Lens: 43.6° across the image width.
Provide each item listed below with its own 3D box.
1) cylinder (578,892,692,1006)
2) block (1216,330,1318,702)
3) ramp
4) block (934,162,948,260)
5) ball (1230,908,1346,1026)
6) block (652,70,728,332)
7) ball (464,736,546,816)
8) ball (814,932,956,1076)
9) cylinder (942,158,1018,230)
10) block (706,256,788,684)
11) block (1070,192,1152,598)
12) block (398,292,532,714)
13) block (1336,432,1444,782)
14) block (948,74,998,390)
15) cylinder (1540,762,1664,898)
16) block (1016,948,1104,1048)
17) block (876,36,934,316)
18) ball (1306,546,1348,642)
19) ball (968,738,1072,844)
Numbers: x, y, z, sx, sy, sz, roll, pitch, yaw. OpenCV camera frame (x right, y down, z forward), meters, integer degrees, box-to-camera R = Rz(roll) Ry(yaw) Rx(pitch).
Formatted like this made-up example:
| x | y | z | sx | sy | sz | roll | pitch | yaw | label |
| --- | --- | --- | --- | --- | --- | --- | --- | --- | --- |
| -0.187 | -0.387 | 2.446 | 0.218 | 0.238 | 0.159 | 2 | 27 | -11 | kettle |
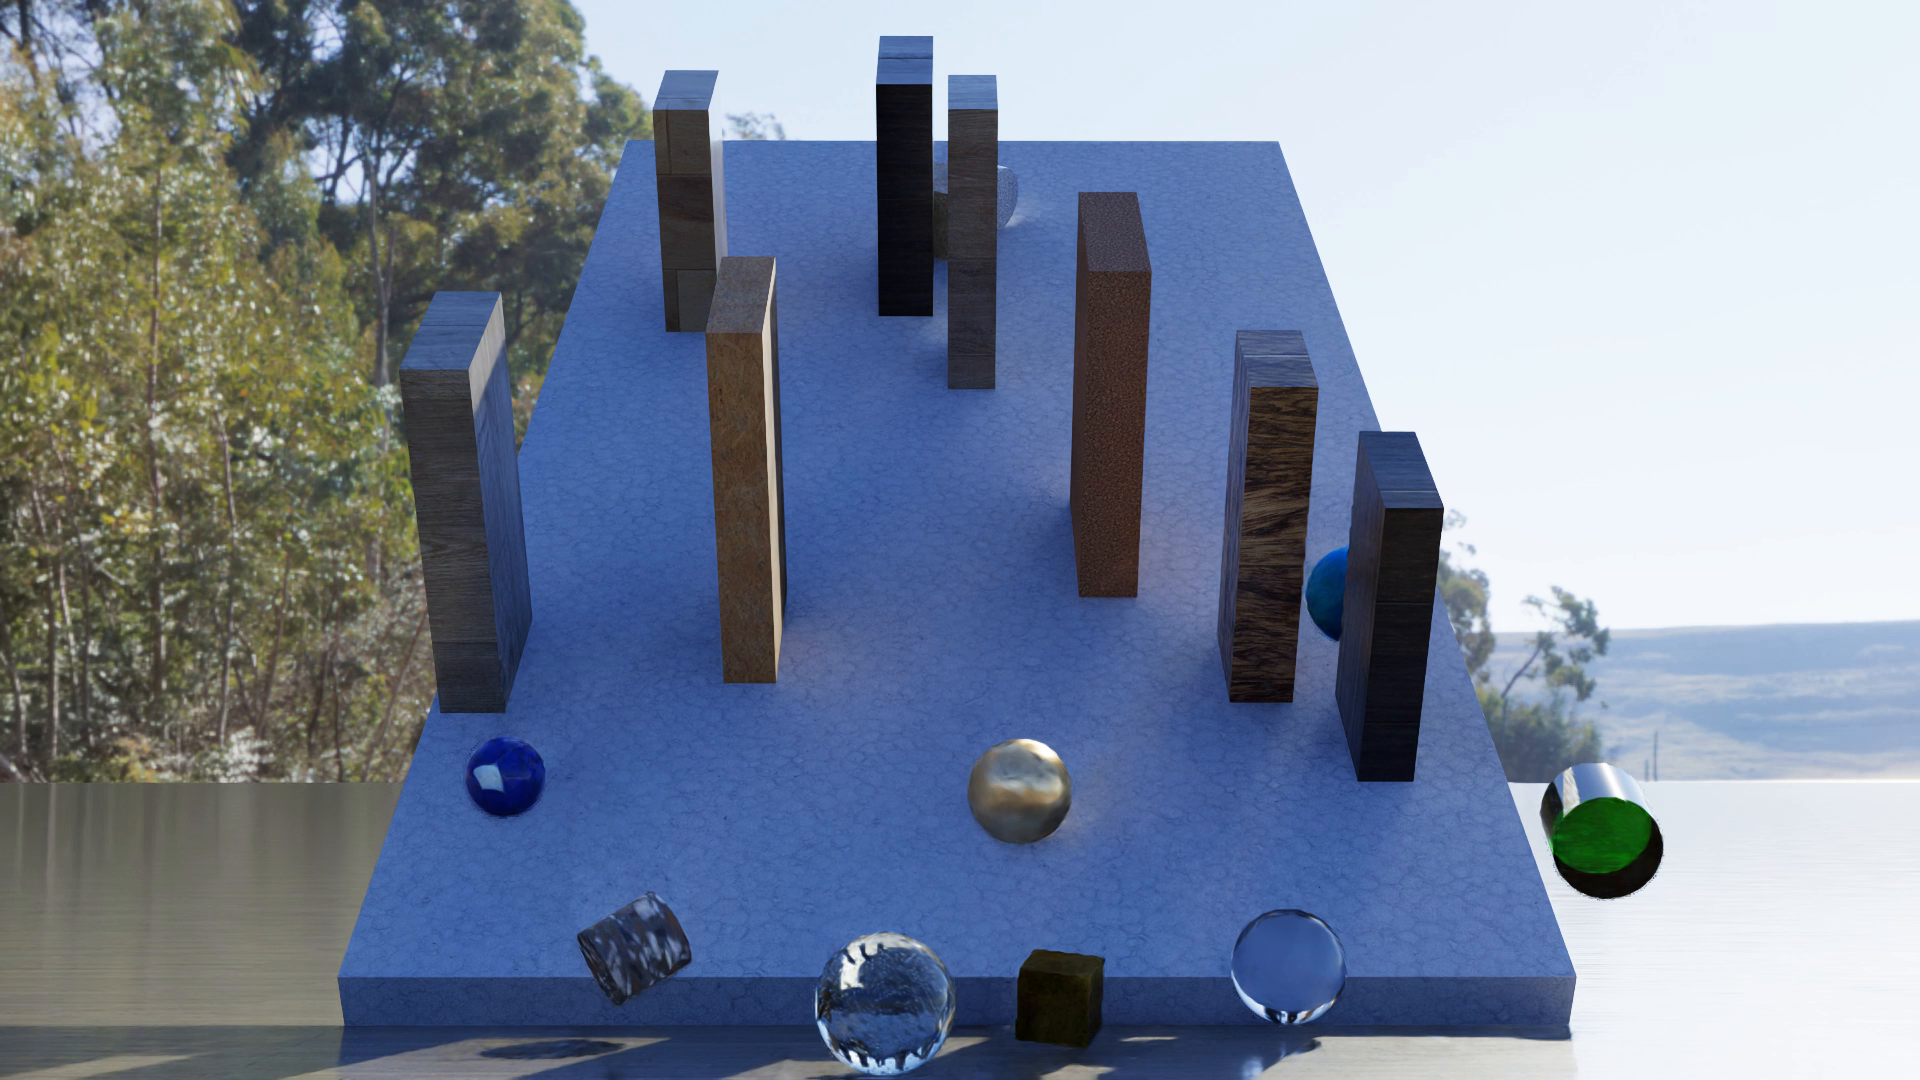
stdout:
| x | y | z | sx | sy | sz | roll | pitch | yaw | label |
| --- | --- | --- | --- | --- | --- | --- | --- | --- | --- |
| -0.512 | 0.642 | 3.777 | 0.130 | 0.130 | 0.130 | -29 | 7 | -24 | cylinder |
| 0.576 | -0.041 | 4.536 | 0.120 | 0.666 | 0.248 | 0 | 29 | 0 | block |
| -0.012 | -0.218 | 5.645 | 2.000 | 0.100 | 4.000 | 0 | 29 | 0 | ramp |
| -0.052 | -0.904 | 6.586 | 0.192 | 0.192 | 0.192 | 17 | 33 | 28 | block |
| 0.515 | 0.668 | 3.757 | 0.181 | 0.181 | 0.181 | 0 | -6 | 0 | ball |
| -0.680 | -0.861 | 6.095 | 0.136 | 0.587 | 0.308 | 0 | 29 | 0 | block |
| -0.803 | 0.418 | 4.239 | 0.140 | 0.140 | 0.140 | 0 | -6 | 0 | ball |
| -0.102 | 0.631 | 3.265 | 0.193 | 0.193 | 0.193 | 0 | -6 | 0 | ball |
| 0.042 | -0.973 | 6.729 | 0.176 | 0.176 | 0.176 | 17 | 3 | 28 | cylinder |
| -0.406 | -0.133 | 4.621 | 0.102 | 0.739 | 0.360 | 0 | 29 | 0 | block |
| 0.305 | -0.301 | 4.948 | 0.119 | 0.721 | 0.427 | 0 | 29 | 0 | block |
| -0.924 | -0.070 | 4.527 | 0.122 | 0.715 | 0.349 | 0 | 29 | 0 | block |
| 0.773 | 0.121 | 4.349 | 0.101 | 0.564 | 0.295 | 0 | 29 | 0 | block |
| 0.028 | -0.734 | 5.749 | 0.115 | 0.705 | 0.251 | 0 | 29 | 0 | block |
| 1.167 | 0.528 | 4.374 | 0.193 | 0.193 | 0.193 | -1 | 13 | 7 | cylinder |
| 0.152 | 0.694 | 3.637 | 0.109 | 0.109 | 0.109 | 4 | 8 | 14 | block |
| -0.139 | -0.945 | 6.218 | 0.140 | 0.619 | 0.399 | 0 | 29 | 0 | block |
| 0.778 | 0.108 | 4.709 | 0.197 | 0.197 | 0.197 | 0 | -6 | 0 | ball |
| 0.104 | 0.437 | 4.167 | 0.182 | 0.182 | 0.182 | 0 | -6 | 0 | ball |
